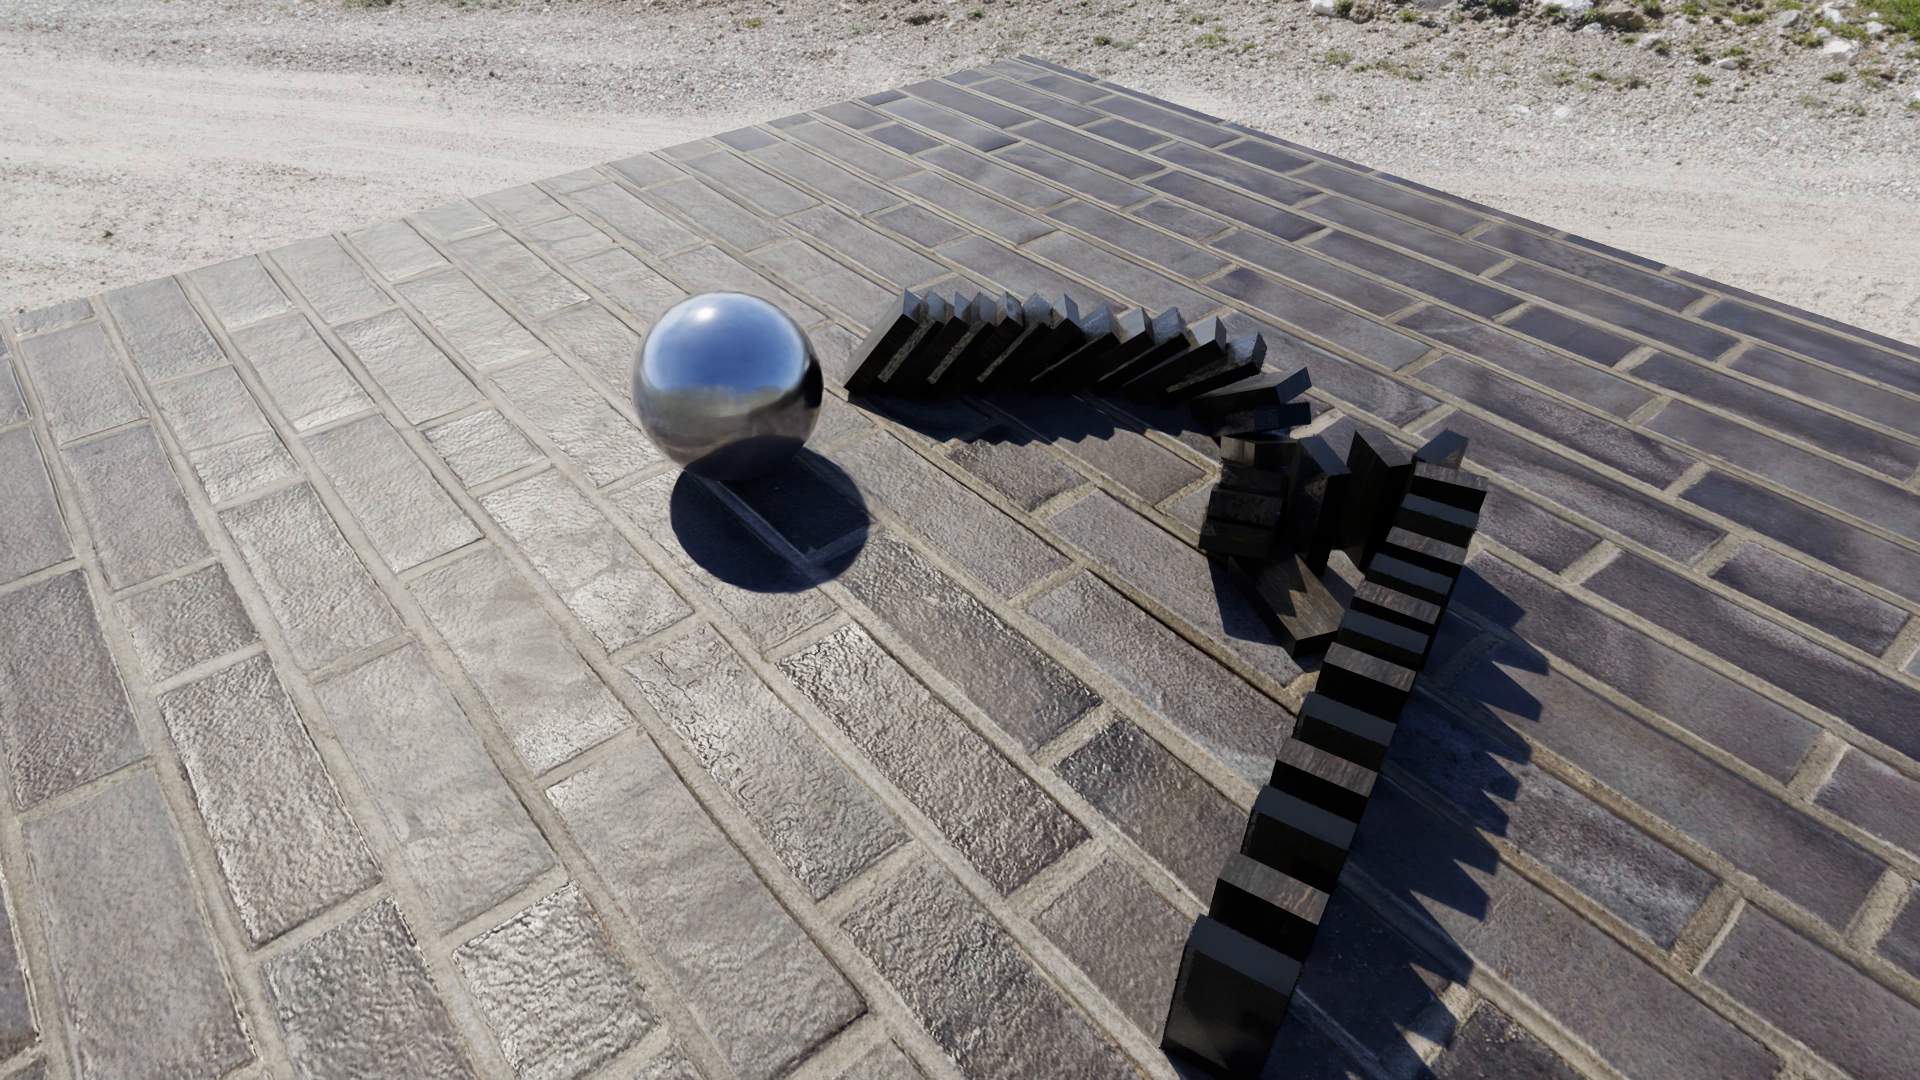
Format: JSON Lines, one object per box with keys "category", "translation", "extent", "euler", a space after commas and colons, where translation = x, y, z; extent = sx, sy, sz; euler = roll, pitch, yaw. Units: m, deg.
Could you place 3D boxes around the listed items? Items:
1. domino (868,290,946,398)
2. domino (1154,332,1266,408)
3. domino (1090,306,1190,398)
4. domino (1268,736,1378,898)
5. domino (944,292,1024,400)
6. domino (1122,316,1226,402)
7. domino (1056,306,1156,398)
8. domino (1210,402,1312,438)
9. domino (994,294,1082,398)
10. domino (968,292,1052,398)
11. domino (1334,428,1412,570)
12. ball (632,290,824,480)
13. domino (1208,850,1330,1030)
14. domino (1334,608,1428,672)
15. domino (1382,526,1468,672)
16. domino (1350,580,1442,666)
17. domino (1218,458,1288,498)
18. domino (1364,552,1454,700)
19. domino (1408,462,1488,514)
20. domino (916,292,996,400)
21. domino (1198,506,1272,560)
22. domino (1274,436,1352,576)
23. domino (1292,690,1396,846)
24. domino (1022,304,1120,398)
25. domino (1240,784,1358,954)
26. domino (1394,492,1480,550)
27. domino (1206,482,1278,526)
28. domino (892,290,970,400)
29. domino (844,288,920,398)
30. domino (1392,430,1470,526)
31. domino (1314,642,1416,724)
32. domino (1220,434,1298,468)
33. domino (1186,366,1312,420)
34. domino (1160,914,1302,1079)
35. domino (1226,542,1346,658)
{"category": "domino", "translation": [-0.026, -0.094, 0.530], "extent": [0.009, 0.050, 0.025], "euler": [30, 33, -22]}
{"category": "domino", "translation": [0.118, -0.080, 0.521], "extent": [0.050, 0.009, 0.025], "euler": [-18, 28, 35]}
{"category": "domino", "translation": [0.086, -0.091, 0.532], "extent": [0.050, 0.009, 0.025], "euler": [-29, 31, 24]}
{"category": "domino", "translation": [0.099, 0.080, 0.313], "extent": [0.025, 0.050, 0.009], "euler": [21, 44, 24]}
{"category": "domino", "translation": [0.010, -0.093, 0.529], "extent": [0.009, 0.050, 0.025], "euler": [31, 33, -23]}
{"category": "domino", "translation": [0.102, -0.087, 0.527], "extent": [0.050, 0.009, 0.025], "euler": [-25, 27, 31]}
{"category": "domino", "translation": [0.069, -0.091, 0.532], "extent": [0.050, 0.010, 0.025], "euler": [-29, 32, 24]}
{"category": "domino", "translation": [0.132, -0.053, 0.486], "extent": [0.025, 0.009, 0.050], "euler": [-7, 3, -8]}
{"category": "domino", "translation": [0.036, -0.094, 0.531], "extent": [0.010, 0.050, 0.025], "euler": [35, 31, -25]}
{"category": "domino", "translation": [0.023, -0.093, 0.530], "extent": [0.009, 0.050, 0.025], "euler": [34, 32, -24]}
{"category": "domino", "translation": [0.160, -0.016, 0.431], "extent": [0.009, 0.050, 0.025], "euler": [-8, 40, -10]}
{"category": "ball", "translation": [-0.098, -0.065, 0.468], "extent": [0.080, 0.080, 0.080], "euler": [0, 39, 0]}
{"category": "domino", "translation": [0.077, 0.104, 0.285], "extent": [0.025, 0.050, 0.009], "euler": [21, 44, 24]}
{"category": "domino", "translation": [0.130, 0.047, 0.354], "extent": [0.025, 0.050, 0.009], "euler": [20, 43, 23]}
{"category": "domino", "translation": [0.157, 0.021, 0.386], "extent": [0.025, 0.050, 0.009], "euler": [21, 44, 23]}
{"category": "domino", "translation": [0.138, 0.039, 0.364], "extent": [0.025, 0.050, 0.010], "euler": [22, 44, 24]}
{"category": "domino", "translation": [0.121, -0.026, 0.456], "extent": [0.025, 0.010, 0.050], "euler": [10, 9, 12]}
{"category": "domino", "translation": [0.147, 0.030, 0.375], "extent": [0.025, 0.050, 0.009], "euler": [22, 44, 25]}
{"category": "domino", "translation": [0.179, -0.004, 0.416], "extent": [0.025, 0.050, 0.010], "euler": [16, 42, 18]}
{"category": "domino", "translation": [-0.002, -0.093, 0.528], "extent": [0.009, 0.050, 0.025], "euler": [31, 33, -22]}
{"category": "domino", "translation": [0.107, -0.003, 0.429], "extent": [0.025, 0.010, 0.050], "euler": [10, 11, 12]}
{"category": "domino", "translation": [0.136, -0.012, 0.426], "extent": [0.010, 0.050, 0.025], "euler": [-8, 40, -10]}
{"category": "domino", "translation": [0.110, 0.070, 0.326], "extent": [0.025, 0.050, 0.009], "euler": [21, 44, 23]}
{"category": "domino", "translation": [0.053, -0.091, 0.533], "extent": [0.050, 0.010, 0.025], "euler": [-30, 33, 23]}
{"category": "domino", "translation": [0.089, 0.091, 0.301], "extent": [0.025, 0.050, 0.010], "euler": [21, 44, 24]}
{"category": "domino", "translation": [0.168, 0.009, 0.400], "extent": [0.025, 0.050, 0.009], "euler": [21, 44, 23]}
{"category": "domino", "translation": [0.113, -0.015, 0.440], "extent": [0.025, 0.010, 0.050], "euler": [10, 9, 13]}
{"category": "domino", "translation": [-0.014, -0.094, 0.529], "extent": [0.009, 0.050, 0.025], "euler": [31, 33, -22]}
{"category": "domino", "translation": [-0.038, -0.095, 0.531], "extent": [0.010, 0.050, 0.025], "euler": [30, 33, -22]}
{"category": "domino", "translation": [0.182, -0.016, 0.431], "extent": [0.025, 0.050, 0.009], "euler": [-31, 48, -32]}
{"category": "domino", "translation": [0.122, 0.057, 0.342], "extent": [0.025, 0.050, 0.010], "euler": [20, 44, 23]}
{"category": "domino", "translation": [0.131, -0.039, 0.472], "extent": [0.025, 0.010, 0.050], "euler": [-2, 9, -2]}
{"category": "domino", "translation": [0.132, -0.067, 0.505], "extent": [0.025, 0.009, 0.050], "euler": [-31, 17, -34]}
{"category": "domino", "translation": [0.066, 0.115, 0.271], "extent": [0.025, 0.050, 0.010], "euler": [21, 44, 24]}
{"category": "domino", "translation": [0.125, 0.022, 0.417], "extent": [0.025, 0.010, 0.050], "euler": [-11, 41, -13]}
